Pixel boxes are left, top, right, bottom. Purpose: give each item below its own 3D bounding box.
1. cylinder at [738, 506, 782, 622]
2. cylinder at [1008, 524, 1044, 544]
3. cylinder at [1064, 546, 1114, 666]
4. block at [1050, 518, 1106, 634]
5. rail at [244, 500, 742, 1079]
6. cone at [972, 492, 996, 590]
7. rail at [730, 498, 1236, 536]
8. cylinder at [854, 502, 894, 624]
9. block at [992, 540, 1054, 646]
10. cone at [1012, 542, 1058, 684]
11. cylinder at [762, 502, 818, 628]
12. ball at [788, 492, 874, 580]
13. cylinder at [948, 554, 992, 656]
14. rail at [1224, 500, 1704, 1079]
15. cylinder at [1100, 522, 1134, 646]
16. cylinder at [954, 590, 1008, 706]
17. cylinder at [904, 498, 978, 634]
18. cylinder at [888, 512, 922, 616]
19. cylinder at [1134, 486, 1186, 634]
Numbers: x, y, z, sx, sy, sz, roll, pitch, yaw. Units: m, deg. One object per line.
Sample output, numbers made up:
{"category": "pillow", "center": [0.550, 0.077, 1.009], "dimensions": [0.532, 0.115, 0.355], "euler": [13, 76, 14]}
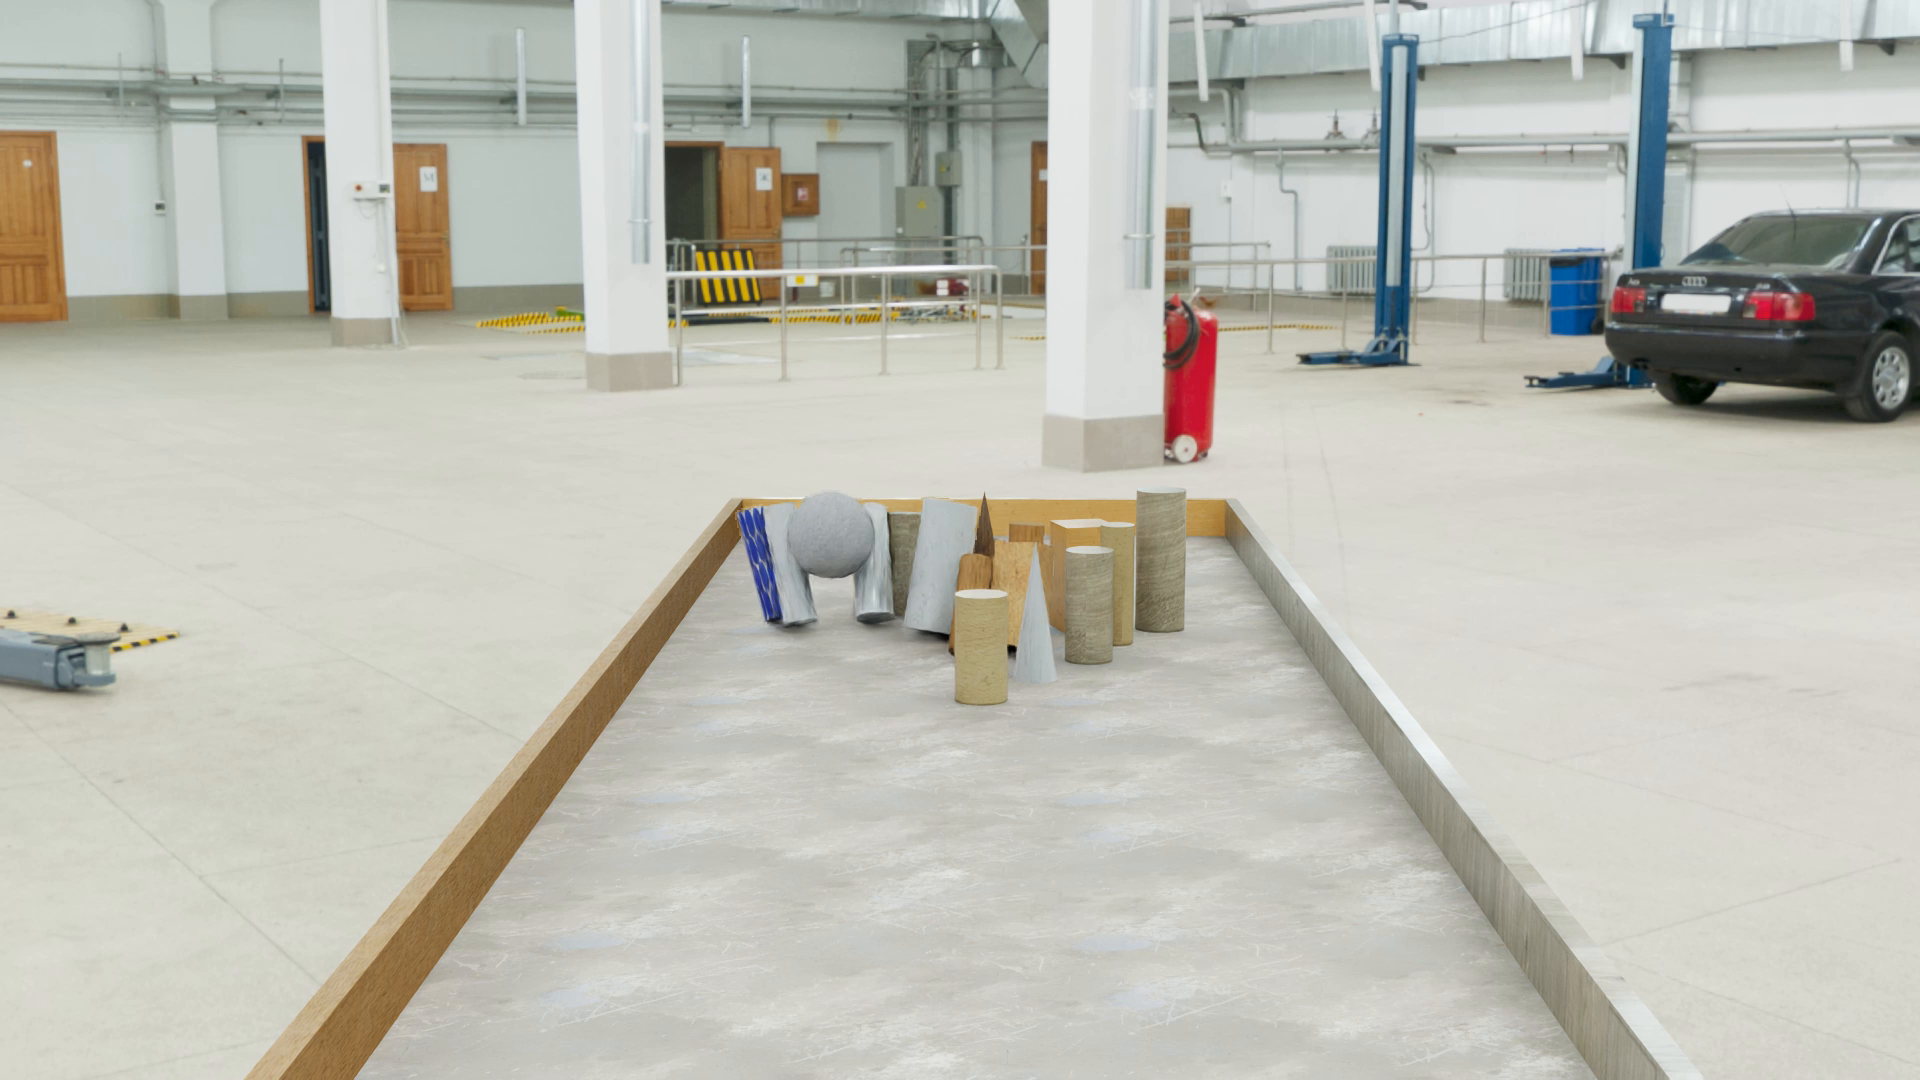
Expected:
{"category": "cylinder", "center": [-0.640, 0.080, 7.283], "dimensions": [0.105, 0.372, 0.105], "euler": [-15, -9, -3]}
{"category": "cylinder", "center": [0.202, 0.132, 6.983], "dimensions": [0.112, 0.361, 0.112], "euler": [3, 1, 0]}
{"category": "cylinder", "center": [0.392, 0.198, 6.675], "dimensions": [0.146, 0.340, 0.146], "euler": [0, 9, 0]}
{"category": "block", "center": [0.401, 0.117, 7.169], "dimensions": [0.172, 0.346, 0.172], "euler": [-3, 9, -16]}
{"category": "rail", "center": [-1.004, 0.839, 3.234], "dimensions": [0.050, 0.150, 12.000], "euler": [0, 9, 1]}
{"category": "cone", "center": [0.080, 0.058, 7.208], "dimensions": [0.173, 0.449, 0.173], "euler": [0, 9, 0]}
{"category": "rail", "center": [0.099, -0.098, 9.147], "dimensions": [2.100, 0.150, 0.050], "euler": [0, 9, 1]}
{"category": "cylinder", "center": [-0.292, 0.077, 7.270], "dimensions": [0.126, 0.380, 0.126], "euler": [-4, -20, -1]}
{"category": "block", "center": [0.190, 0.171, 6.835], "dimensions": [0.146, 0.318, 0.146], "euler": [3, -4, 19]}
{"category": "cone", "center": [0.219, 0.201, 6.411], "dimensions": [0.132, 0.417, 0.132], "euler": [0, 9, 0]}
{"category": "cylinder", "center": [-0.557, 0.081, 7.198], "dimensions": [0.111, 0.392, 0.111], "euler": [-11, -11, -2]}
{"category": "ball", "center": [-0.415, -0.014, 7.092], "dimensions": [0.281, 0.281, 0.281], "euler": [0, 9, 0]}
{"category": "cylinder", "center": [0.032, 0.203, 6.735], "dimensions": [0.101, 0.309, 0.101], "euler": [6, -24, 3]}
{"category": "rail", "center": [1.046, 0.843, 3.208], "dimensions": [0.050, 0.150, 12.000], "euler": [0, 9, 1]}
{"category": "cylinder", "center": [0.494, 0.139, 6.925], "dimensions": [0.108, 0.379, 0.108], "euler": [0, 9, 0]}
{"category": "cylinder", "center": [0.060, 0.299, 6.155], "dimensions": [0.149, 0.302, 0.149], "euler": [0, 9, 0]}
{"category": "cylinder", "center": [-0.060, 0.087, 7.041], "dimensions": [0.179, 0.414, 0.179], "euler": [9, -2, 0]}
{"category": "cylinder", "center": [-0.167, 0.079, 7.386], "dimensions": [0.173, 0.336, 0.173], "euler": [2, 3, 0]}
{"category": "cylinder", "center": [0.652, 0.063, 7.153], "dimensions": [0.162, 0.457, 0.162], "euler": [0, 9, 0]}
